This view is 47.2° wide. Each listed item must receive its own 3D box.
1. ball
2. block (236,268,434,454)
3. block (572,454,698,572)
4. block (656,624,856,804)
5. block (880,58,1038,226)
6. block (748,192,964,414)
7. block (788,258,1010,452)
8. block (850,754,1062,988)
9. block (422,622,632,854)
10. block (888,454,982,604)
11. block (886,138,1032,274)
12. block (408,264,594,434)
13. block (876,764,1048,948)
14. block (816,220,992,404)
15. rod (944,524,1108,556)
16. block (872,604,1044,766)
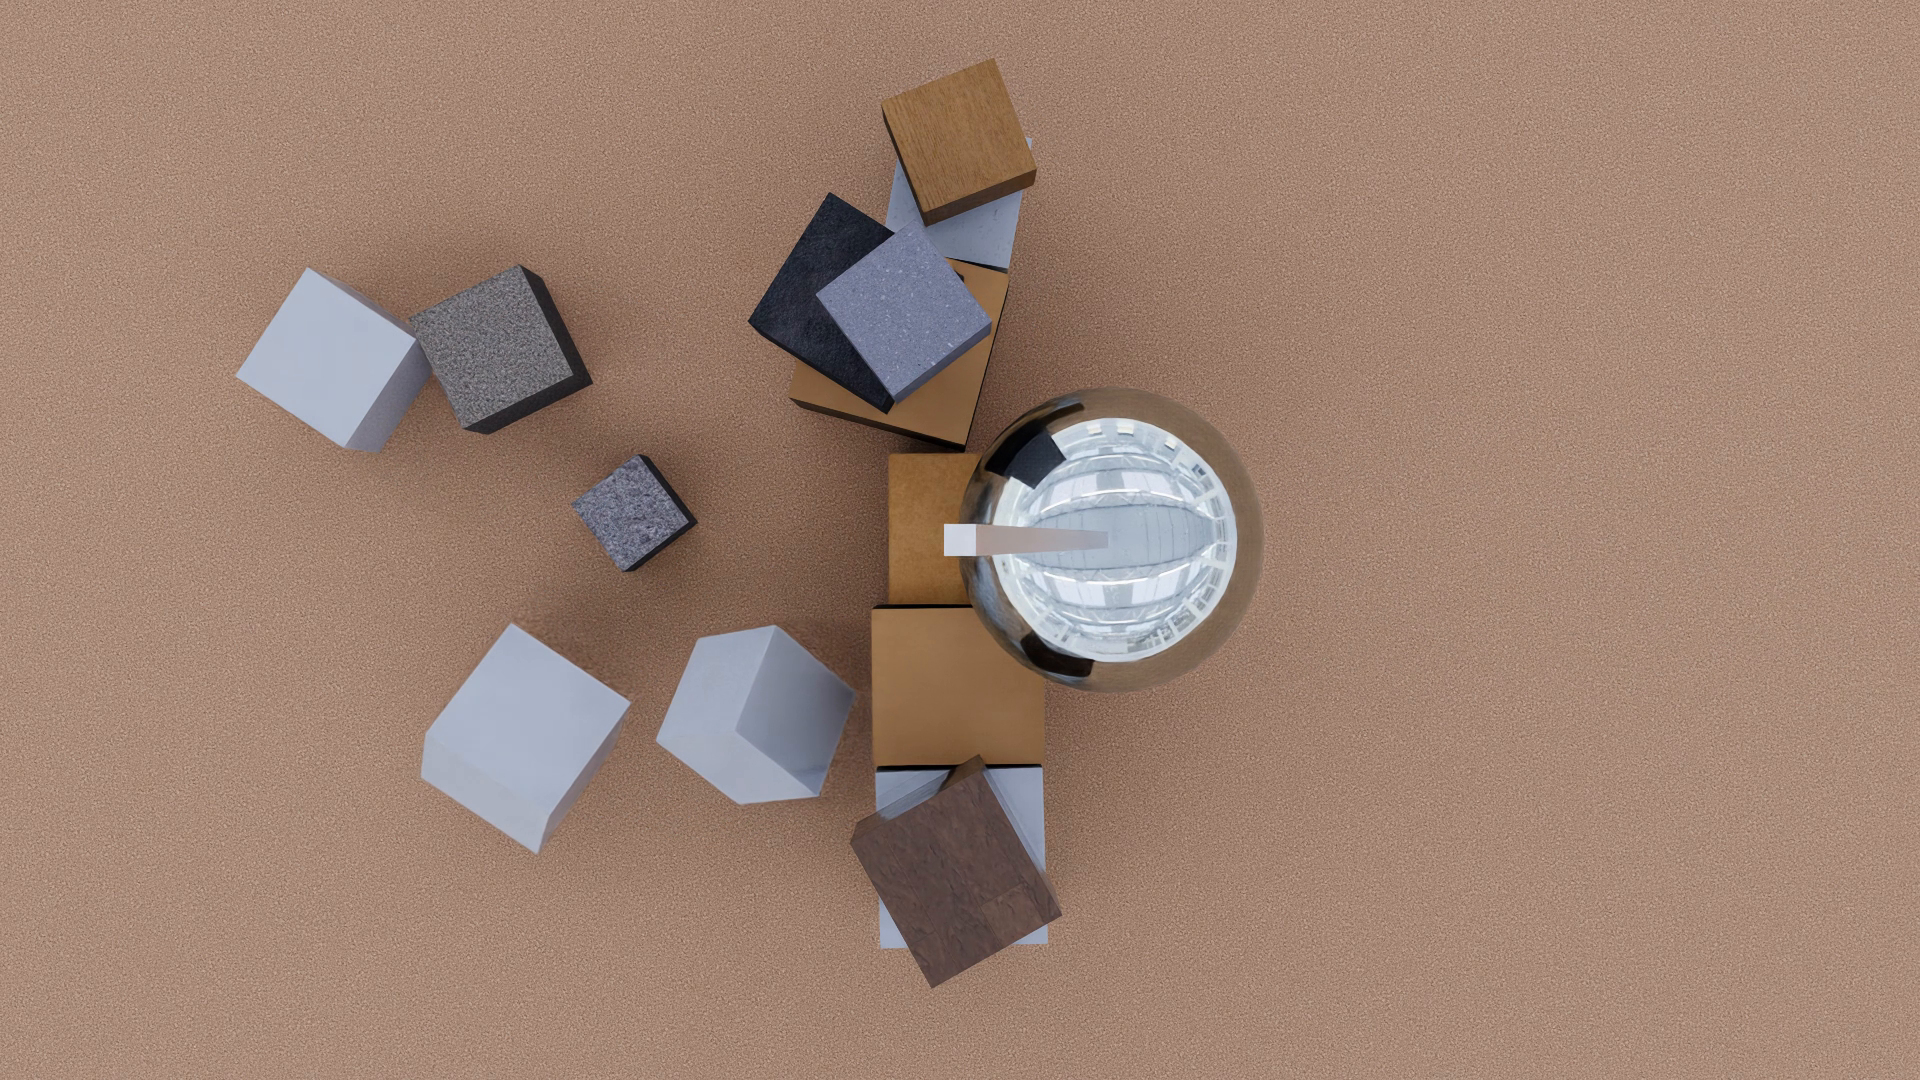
[{"bbox_3d":[0.781,0.000,11.457,1.600,1.600,1.600,0,90,0],"label":"ball"},{"bbox_3d":[-3.536,-1.017,12.628,0.726,0.744,0.727,34,90,0],"label":"block"},{"bbox_3d":[-1.883,-0.154,12.771,0.476,0.459,0.489,-37,90,0],"label":"block"},{"bbox_3d":[-1.144,0.996,12.416,0.709,0.647,0.684,43,52,-34],"label":"block"},{"bbox_3d":[-0.006,-2.153,11.967,0.648,0.550,0.634,-21,90,0],"label":"block"},{"bbox_3d":[-0.533,-1.232,11.623,0.812,0.776,0.785,32,90,0],"label":"block"},{"bbox_3d":[-0.332,-1.114,12.505,1.005,0.989,0.961,15,90,0],"label":"block"},{"bbox_3d":[-0.020,1.728,11.609,0.765,0.821,0.852,-29,90,0],"label":"block"},{"bbox_3d":[-2.465,1.133,12.444,0.804,0.849,0.787,34,63,0],"label":"block"},{"bbox_3d":[-0.015,-0.062,12.641,0.763,0.719,0.842,0,90,0],"label":"block"},{"bbox_3d":[-0.017,-1.938,12.621,0.720,0.758,0.736,10,90,0],"label":"block"},{"bbox_3d":[-2.629,-1.085,12.659,0.694,0.682,0.693,-26,90,0],"label":"block"},{"bbox_3d":[0.009,1.739,12.510,0.913,0.981,0.960,-2,90,0],"label":"block"},{"bbox_3d":[-0.269,-1.119,10.904,0.599,0.659,0.617,-37,90,0],"label":"block"},{"bbox_3d":[0.339,0.000,8.086,0.080,5.200,0.080,0,90,7],"label":"rod"},{"bbox_3d":[-0.011,0.805,12.544,0.945,0.912,0.860,-1,90,0],"label":"block"}]
